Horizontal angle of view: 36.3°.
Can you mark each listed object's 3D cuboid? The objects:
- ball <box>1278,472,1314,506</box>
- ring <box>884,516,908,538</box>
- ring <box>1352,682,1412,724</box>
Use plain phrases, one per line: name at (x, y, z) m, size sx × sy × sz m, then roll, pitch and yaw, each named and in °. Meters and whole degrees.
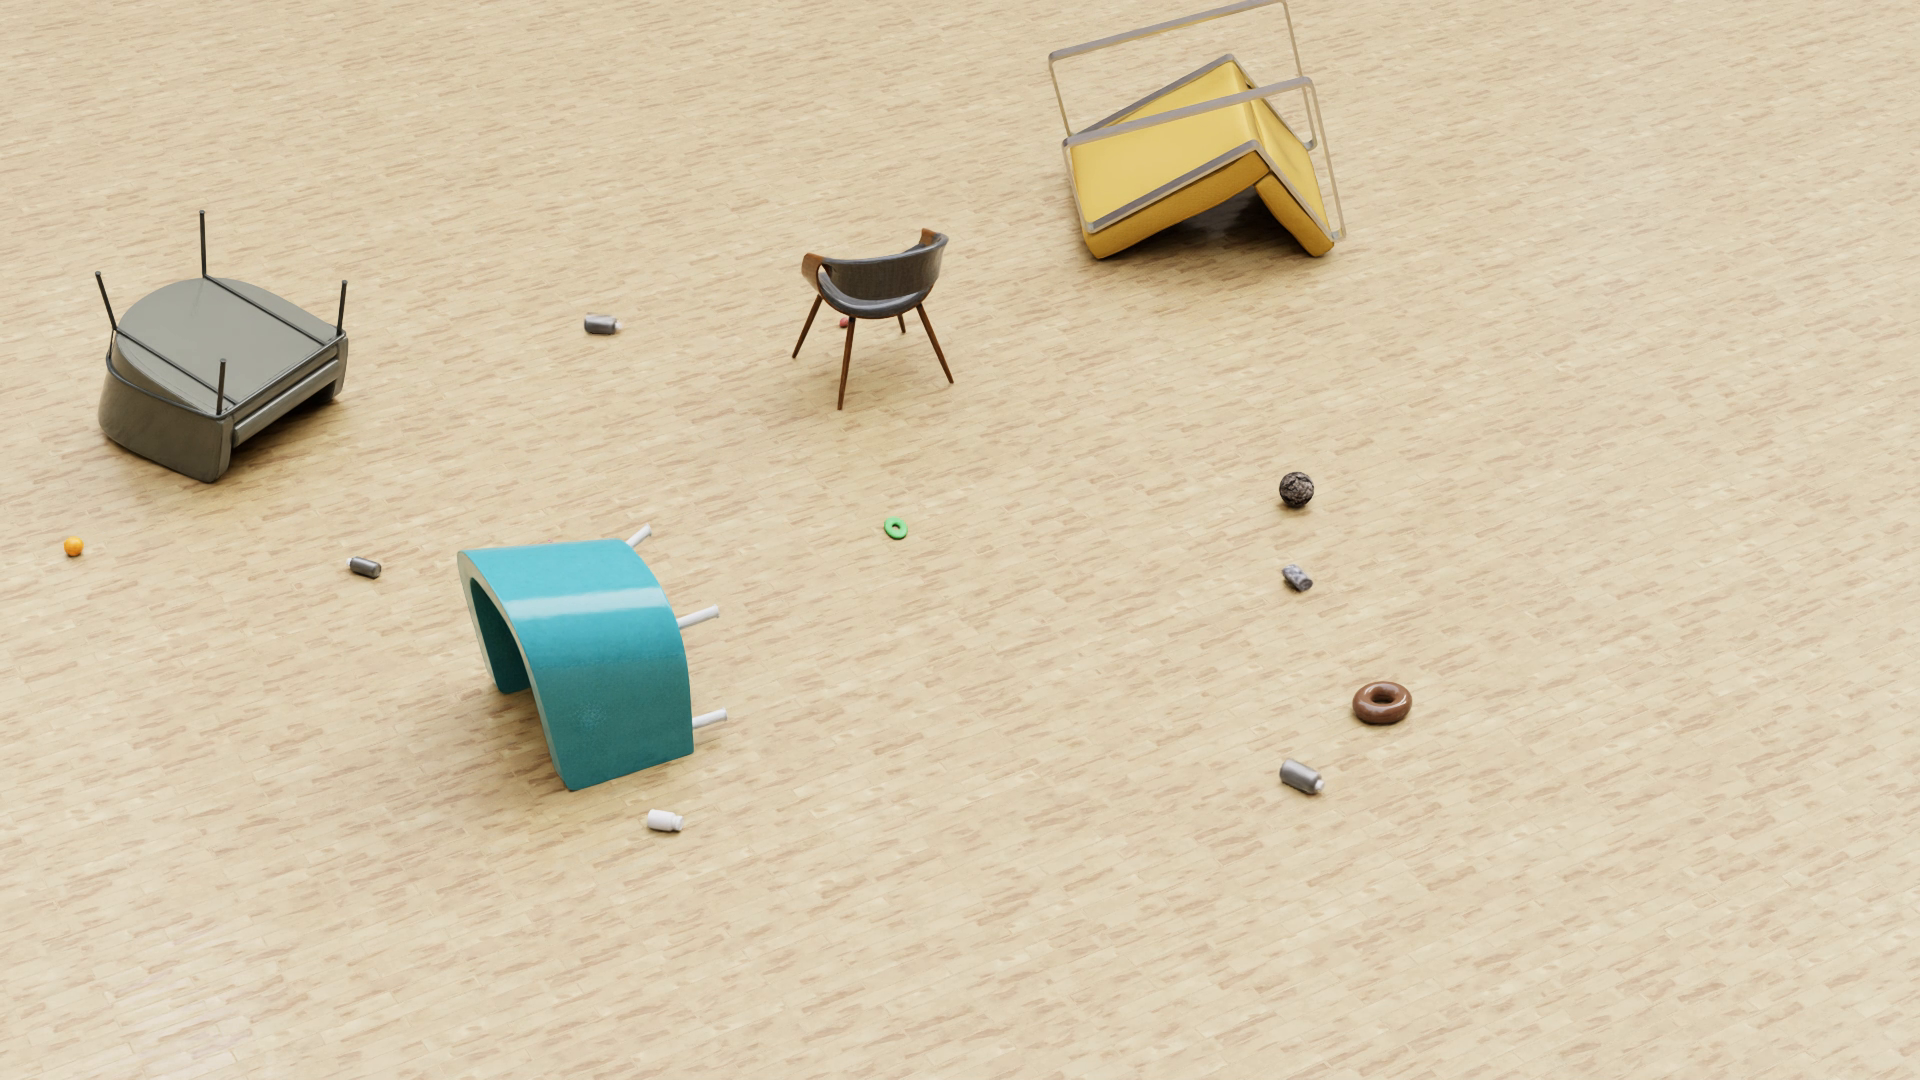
ball at (1.276, -0.193, 11.117) m, size 0.133 × 0.133 × 0.133 m, roll 0°, pitch 33°, yaw 0°
ring at (-0.240, -0.047, 10.995) m, size 0.085 × 0.023 × 0.142 m, roll -7°, pitch 35°, yaw -12°
ring at (1.446, 0.556, 10.040) m, size 0.223 × 0.068 × 0.187 m, roll -21°, pitch 40°, yaw -30°
